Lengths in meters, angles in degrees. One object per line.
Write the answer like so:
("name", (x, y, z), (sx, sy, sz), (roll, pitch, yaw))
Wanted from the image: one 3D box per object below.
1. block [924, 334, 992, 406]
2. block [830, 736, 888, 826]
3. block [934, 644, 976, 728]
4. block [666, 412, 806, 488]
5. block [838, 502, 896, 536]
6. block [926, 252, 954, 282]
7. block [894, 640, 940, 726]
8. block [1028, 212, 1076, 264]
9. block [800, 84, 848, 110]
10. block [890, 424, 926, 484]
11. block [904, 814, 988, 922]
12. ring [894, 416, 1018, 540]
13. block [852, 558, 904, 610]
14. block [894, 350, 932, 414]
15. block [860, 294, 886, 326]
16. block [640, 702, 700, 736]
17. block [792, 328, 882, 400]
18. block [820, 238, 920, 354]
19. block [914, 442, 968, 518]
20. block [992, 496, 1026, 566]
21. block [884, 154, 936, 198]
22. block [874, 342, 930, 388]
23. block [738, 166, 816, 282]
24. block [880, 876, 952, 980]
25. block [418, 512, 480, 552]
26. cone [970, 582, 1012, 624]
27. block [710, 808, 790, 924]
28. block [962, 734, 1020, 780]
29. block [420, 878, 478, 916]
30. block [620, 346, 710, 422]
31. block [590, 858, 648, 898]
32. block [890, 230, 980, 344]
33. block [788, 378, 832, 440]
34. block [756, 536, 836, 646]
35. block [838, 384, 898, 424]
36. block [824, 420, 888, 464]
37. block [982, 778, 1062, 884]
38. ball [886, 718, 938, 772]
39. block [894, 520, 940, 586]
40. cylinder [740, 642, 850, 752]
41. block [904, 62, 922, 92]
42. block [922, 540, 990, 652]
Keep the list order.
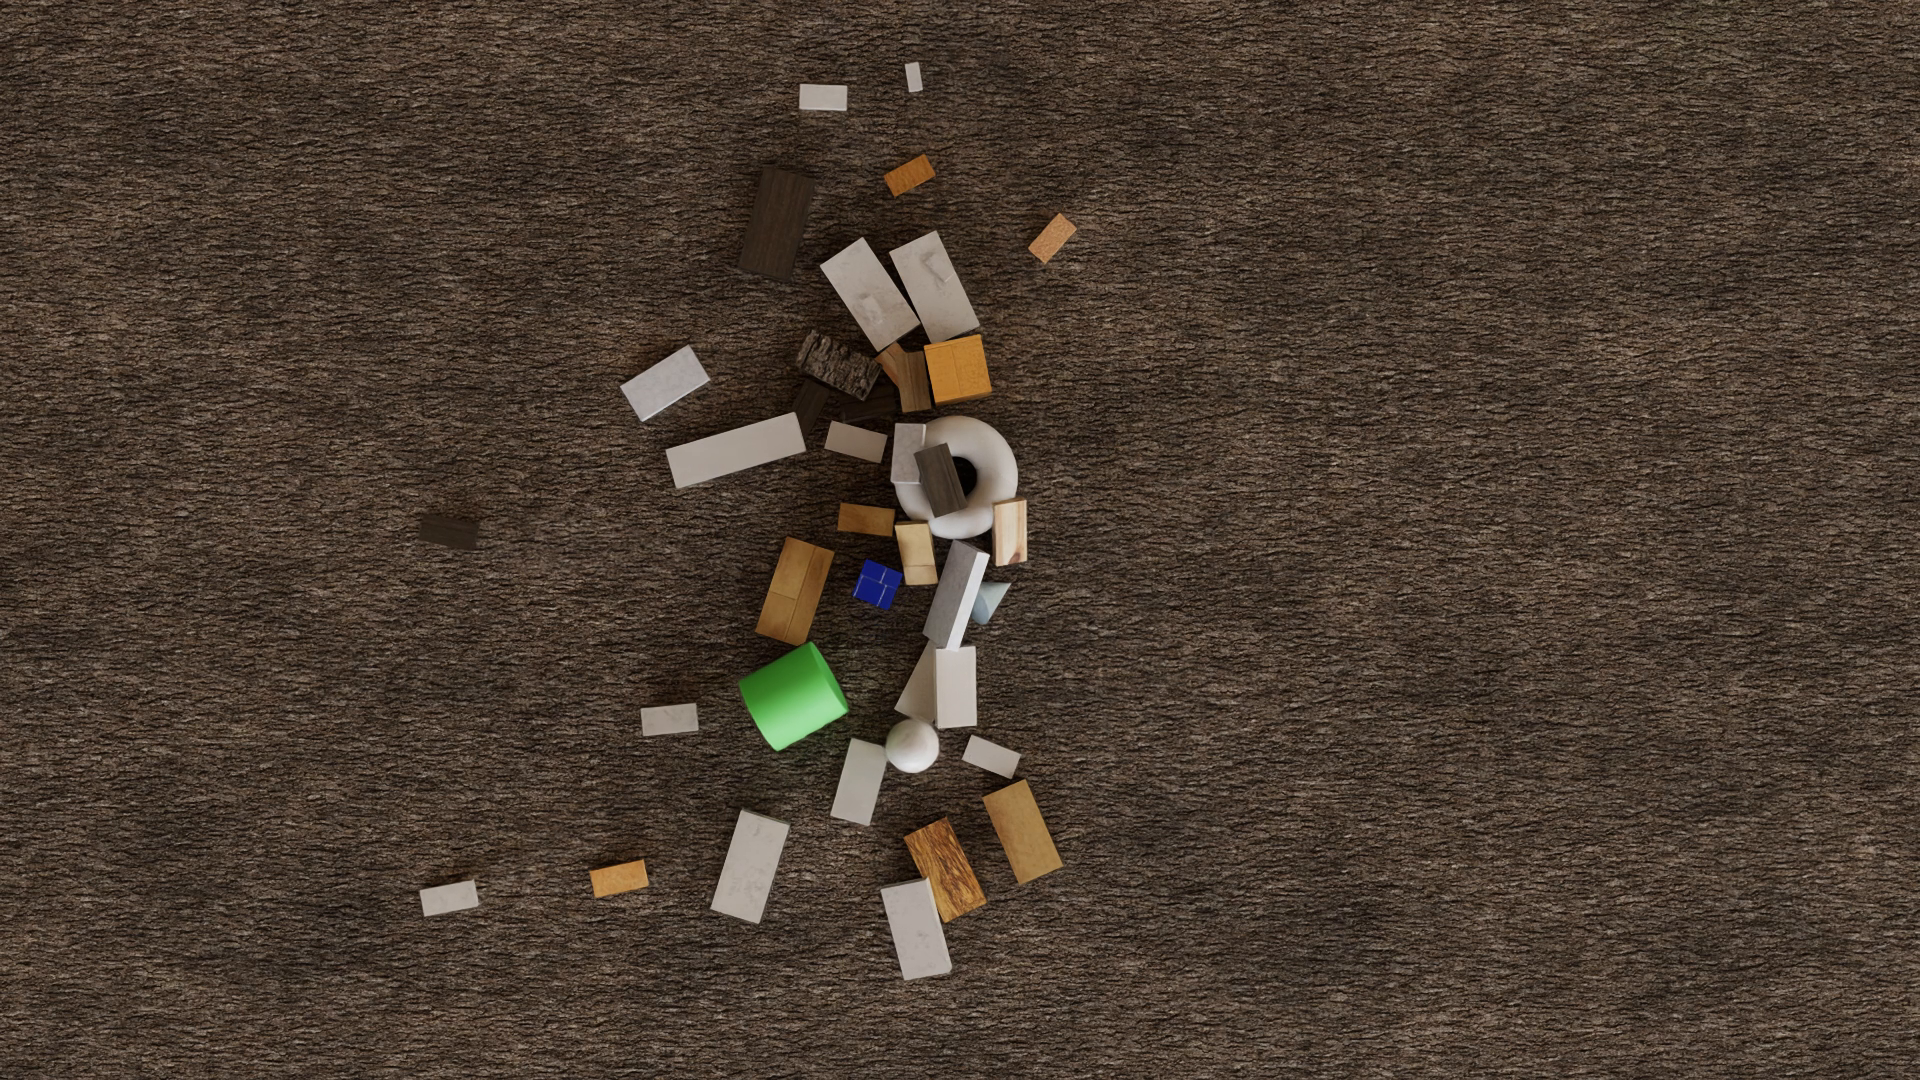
("block", (-0.007, -0.553, 5.407), (0.186, 0.186, 0.186), (-12, 90, 0))
("block", (-0.330, 0.801, 5.481), (0.134, 0.038, 0.267), (15, 90, 0))
("block", (-0.016, 0.483, 5.446), (0.134, 0.038, 0.267), (-3, 98, -15))
("block", (-0.742, -0.297, 5.466), (0.447, 0.038, 0.133), (-16, 90, 4))
("block", (-0.311, -0.067, 5.487), (0.183, 0.026, 0.091), (7, 90, 0))
("block", (-0.064, -0.901, 5.445), (0.046, 0.013, 0.092), (-43, 90, 0))
("block", (-0.098, 0.471, 5.481), (0.134, 0.038, 0.267), (27, 90, 0))
("block", (0.307, -1.004, 5.489), (0.078, 0.022, 0.156), (42, 90, 0))
("block", (-0.455, -1.473, 5.489), (0.156, 0.022, 0.078), (2, 90, 0))
("block", (-0.168, -0.281, 5.361), (0.096, 0.027, 0.193), (3, 84, 15))
("block", (-0.049, 1.091, 5.478), (0.158, 0.045, 0.315), (-26, 90, 0))
("ring", (-0.013, -0.206, 5.434), (0.409, 0.136, 0.409), (0, 91, -1))
("block", (-0.270, 0.145, 5.435), (0.129, 0.129, 0.129), (22, 90, 0))
("block", (-0.155, -0.522, 5.460), (0.096, 0.027, 0.193), (-8, 90, 0))
("block", (-0.285, -0.760, 5.445), (0.046, 0.013, 0.092), (-31, 90, 0))
("block", (-0.965, 0.596, 5.487), (0.183, 0.026, 0.091), (-6, 90, 0))
("block", (-0.405, -0.579, 5.463), (0.266, 0.038, 0.133), (27, 86, 6))
("block", (-0.297, -0.812, 5.476), (0.172, 0.049, 0.344), (-34, 90, 0))
("block", (-0.062, -0.193, 5.333), (0.110, 0.031, 0.221), (-19, 92, -18))
("block", (0.162, -0.027, 5.423), (0.110, 0.031, 0.221), (-11, 117, -18))
("block", (-0.168, -1.213, 5.489), (0.156, 0.022, 0.078), (-28, 90, 0))
("block", (-0.190, -0.560, 5.487), (0.092, 0.026, 0.185), (-40, 90, 0))
("block", (-0.607, -1.049, 5.476), (0.172, 0.049, 0.344), (15, 90, 0))
("block", (-0.144, 1.285, 5.454), (0.158, 0.045, 0.315), (-14, 93, 13))
("block", (-1.700, -0.026, 5.487), (0.183, 0.026, 0.091), (12, 90, 0))
("cone", (0.109, 0.175, 5.464), (0.159, 0.159, 0.159), (-27, 90, -27))
("block", (-0.695, 1.082, 5.476), (0.167, 0.047, 0.341), (17, 90, 0))
("block", (0.104, 0.721, 5.487), (0.177, 0.025, 0.089), (22, 90, 0))
("block", (-1.699, 1.190, 5.487), (0.177, 0.025, 0.089), (-11, 90, 0))
("block", (-0.979, -0.521, 5.481), (0.266, 0.038, 0.133), (-32, 90, 0))
("block", (-1.134, 1.125, 5.487), (0.177, 0.025, 0.089), (-12, 90, 0))
("block", (-0.085, -0.832, 5.476), (0.172, 0.049, 0.344), (-25, 90, 0))
("block", (-0.511, -0.435, 5.487), (0.092, 0.026, 0.185), (27, 90, 0))
("block", (-0.546, 0.172, 5.476), (0.167, 0.047, 0.335), (18, 90, 0))
("block", (-0.307, -0.450, 5.474), (0.184, 0.026, 0.092), (-11, 72, 0))
("block", (-0.345, -0.326, 5.486), (0.193, 0.027, 0.096), (15, 90, 0))
("block", (0.207, 0.966, 5.478), (0.157, 0.045, 0.315), (-24, 90, 0))
("ball", (-0.157, 0.675, 5.412), (0.176, 0.176, 0.176), (0, 90, 0))
("block", (-0.139, 0.042, 5.427), (0.110, 0.031, 0.220), (-4, 116, 13))
("cylinder", (-0.539, 0.509, 5.369), (0.262, 0.262, 0.262), (-29, 90, 0))
("block", (-0.154, -1.541, 5.493), (0.046, 0.013, 0.092), (-9, 90, 0))
("block", (-0.014, 0.179, 5.399), (0.047, 0.167, 0.335), (14, 97, -32))
